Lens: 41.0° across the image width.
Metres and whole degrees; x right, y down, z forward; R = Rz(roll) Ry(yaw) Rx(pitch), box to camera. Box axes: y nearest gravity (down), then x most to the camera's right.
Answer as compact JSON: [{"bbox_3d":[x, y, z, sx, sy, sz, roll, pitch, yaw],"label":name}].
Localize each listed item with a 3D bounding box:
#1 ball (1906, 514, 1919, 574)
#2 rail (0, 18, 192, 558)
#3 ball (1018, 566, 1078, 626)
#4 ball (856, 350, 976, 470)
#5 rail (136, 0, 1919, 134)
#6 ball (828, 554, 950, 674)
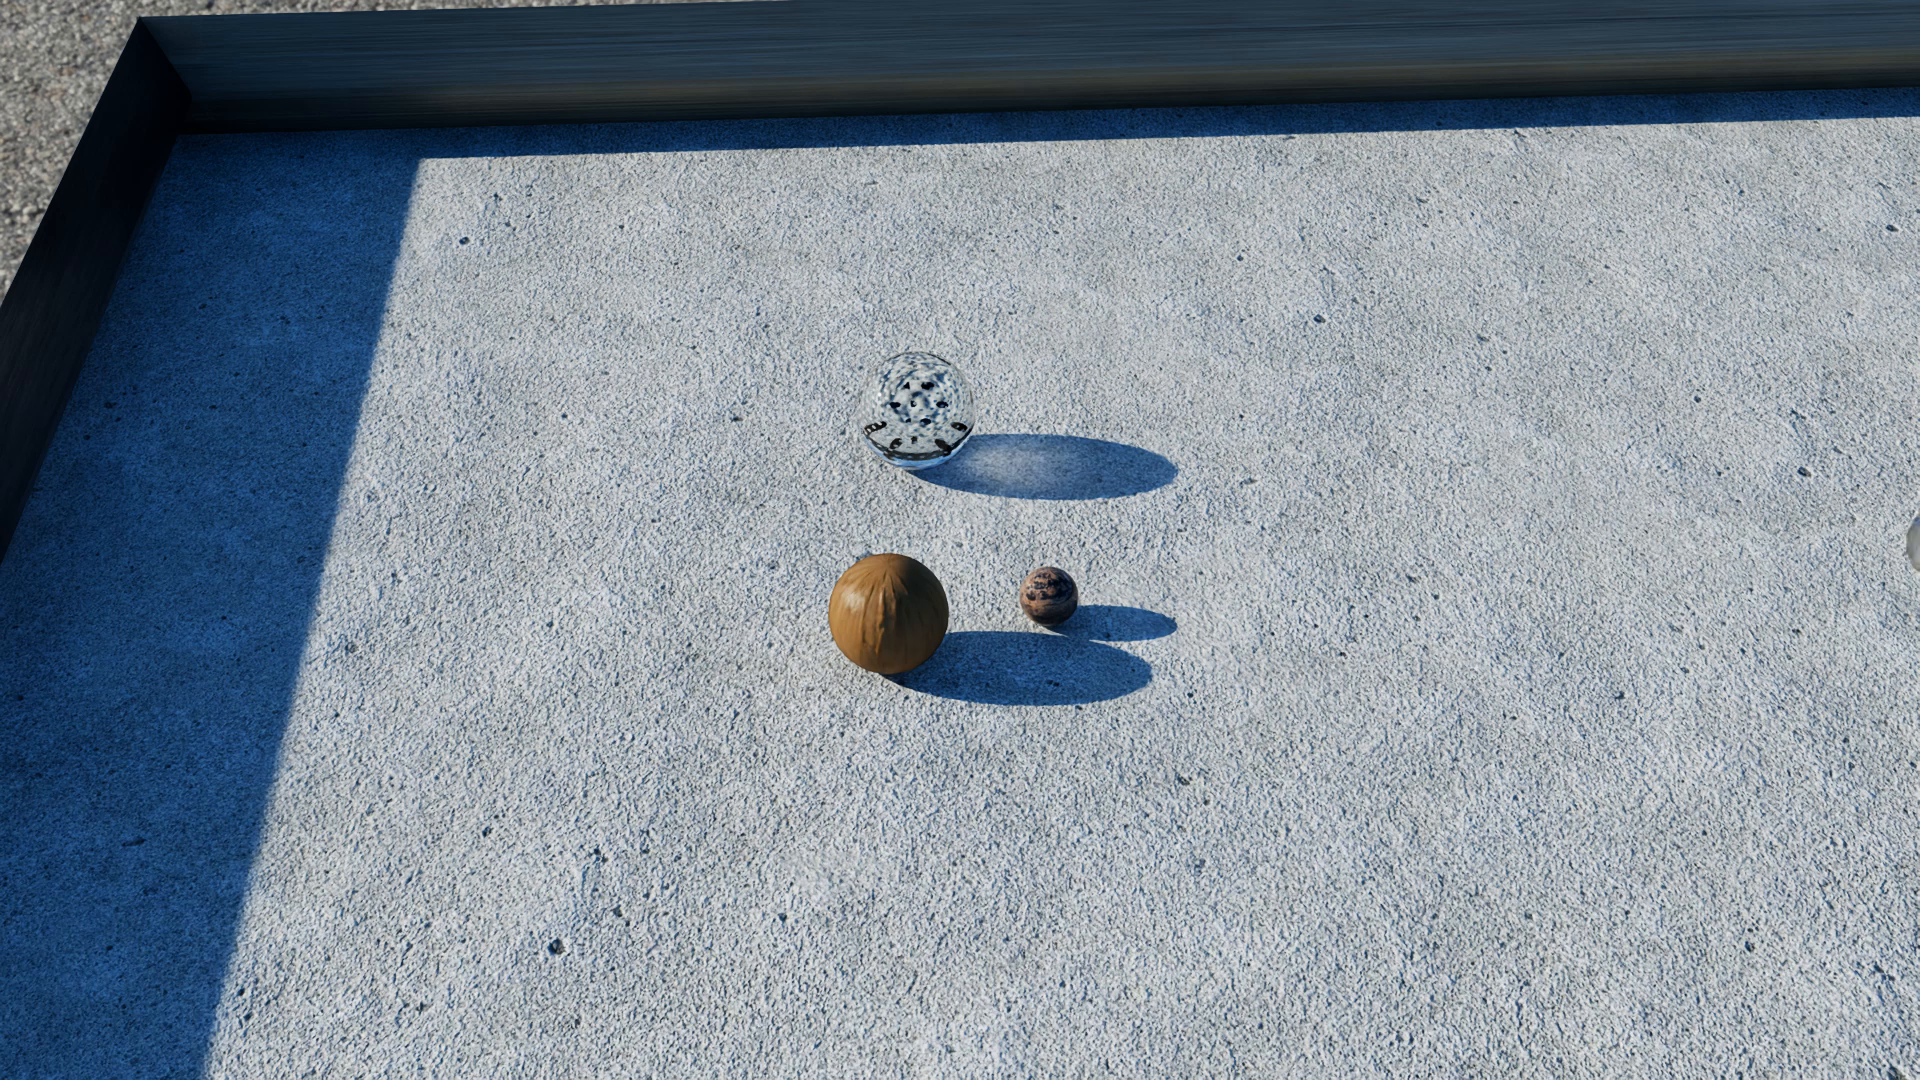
[{"bbox_3d":[0.681,0.003,1.764,0.058,0.058,0.058,0,36,0],"label":"ball"},{"bbox_3d":[-0.659,0.005,1.711,0.045,0.114,1.457,-2,36,-3],"label":"rail"},{"bbox_3d":[0.060,0.038,1.729,0.040,0.040,0.040,0,36,0],"label":"ball"},{"bbox_3d":[-0.032,-0.094,1.874,0.088,0.088,0.088,0,36,0],"label":"ball"},{"bbox_3d":[0.639,-0.452,2.351,2.736,0.114,0.045,-2,36,-3],"label":"rail"},{"bbox_3d":[-0.047,0.048,1.681,0.080,0.080,0.080,0,36,0],"label":"ball"}]
